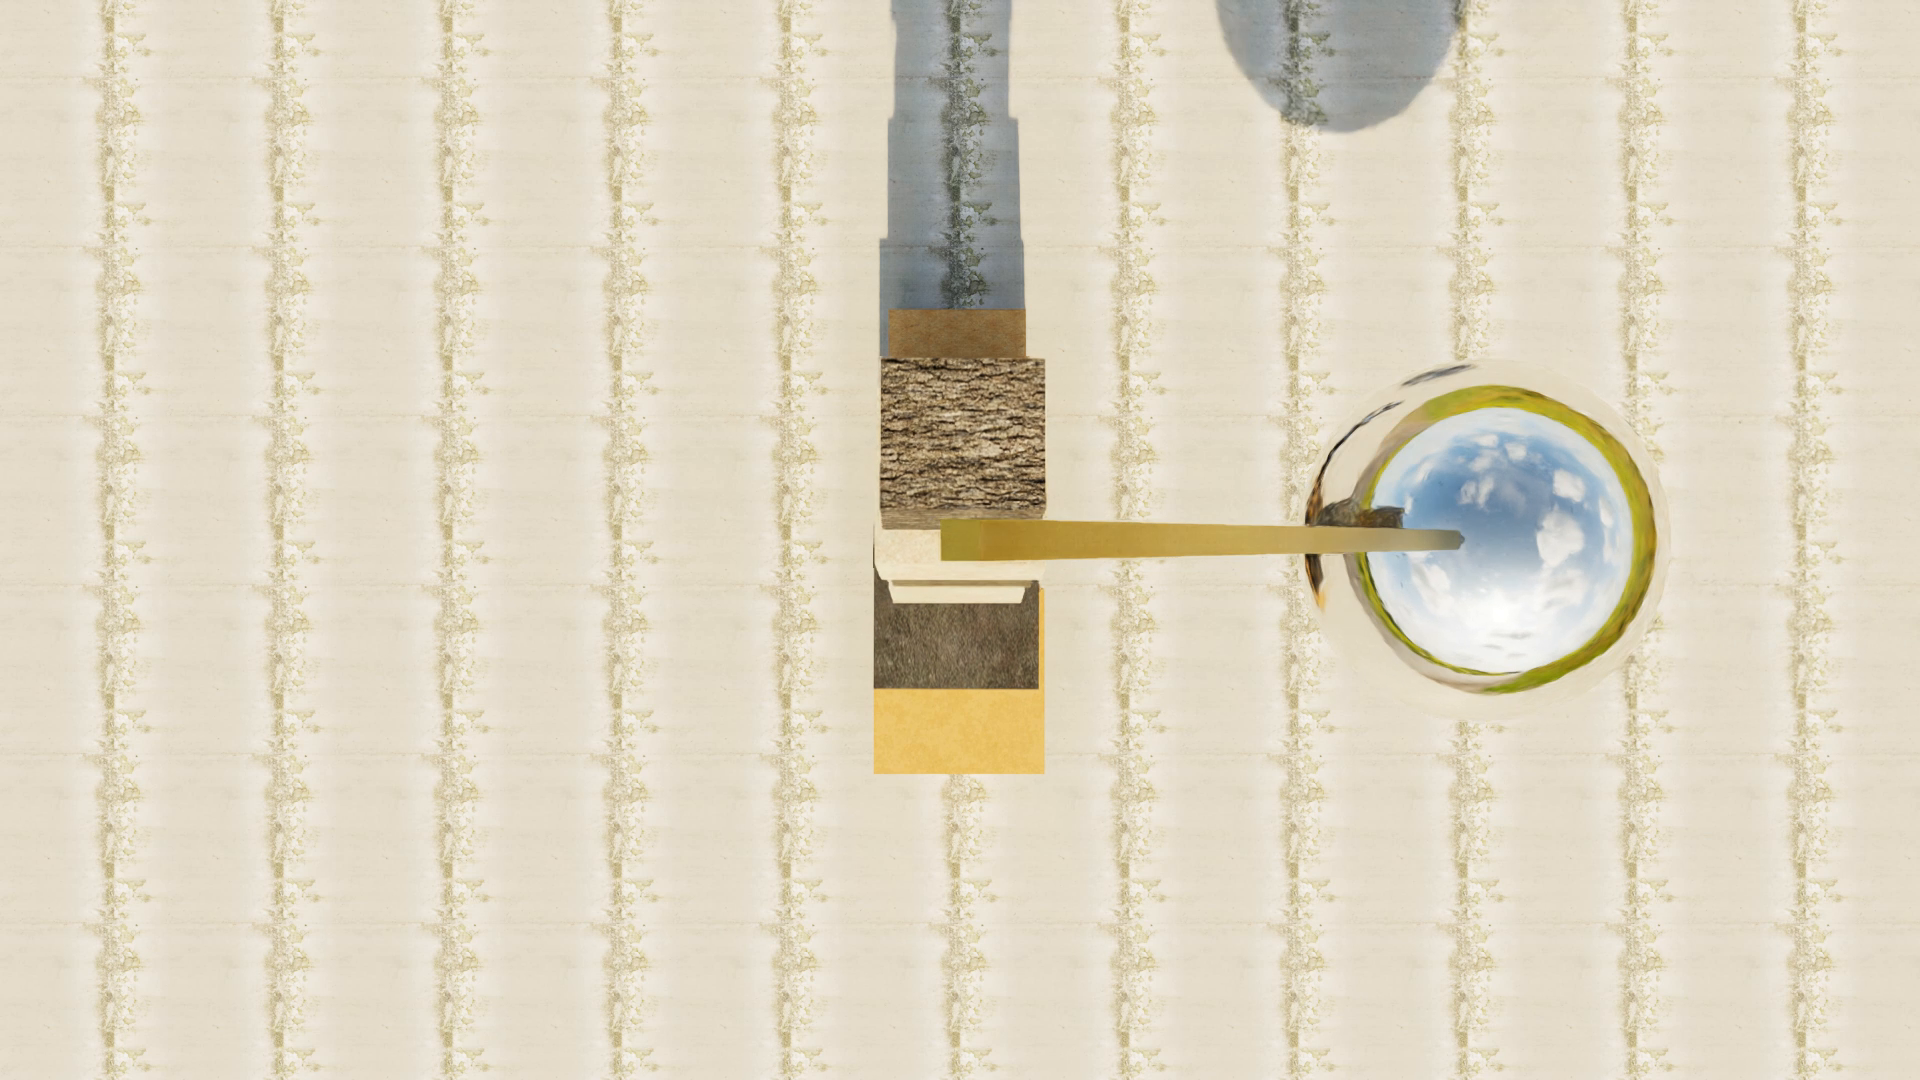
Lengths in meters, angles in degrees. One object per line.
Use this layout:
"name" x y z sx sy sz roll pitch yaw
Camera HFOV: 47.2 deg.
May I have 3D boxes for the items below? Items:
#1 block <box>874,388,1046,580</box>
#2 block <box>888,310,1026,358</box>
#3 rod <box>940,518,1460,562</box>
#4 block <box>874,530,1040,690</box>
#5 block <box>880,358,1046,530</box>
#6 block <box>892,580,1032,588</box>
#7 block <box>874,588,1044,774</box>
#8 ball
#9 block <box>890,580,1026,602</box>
"block" 0.007 -0.234 9.675 0.727 0.658 0.754 0 83 0
"block" -0.015 -0.888 12.628 0.764 0.744 0.796 0 90 0
"rod" 0.994 0.000 6.538 0.080 5.200 0.080 0 90 22
"block" -0.018 0.366 11.736 0.858 0.711 0.827 0 89 0
"block" 0.005 -0.362 8.559 0.621 0.654 0.574 0 84 -1
"block" 0.010 -0.154 10.337 0.662 0.676 0.691 0 83 0
"block" -0.005 0.779 12.547 0.940 0.906 1.017 0 90 0
"ball" 2.295 0.000 9.680 1.600 1.600 1.600 0 90 0
"block" -0.014 -0.067 11.029 0.658 0.710 0.699 0 83 0
